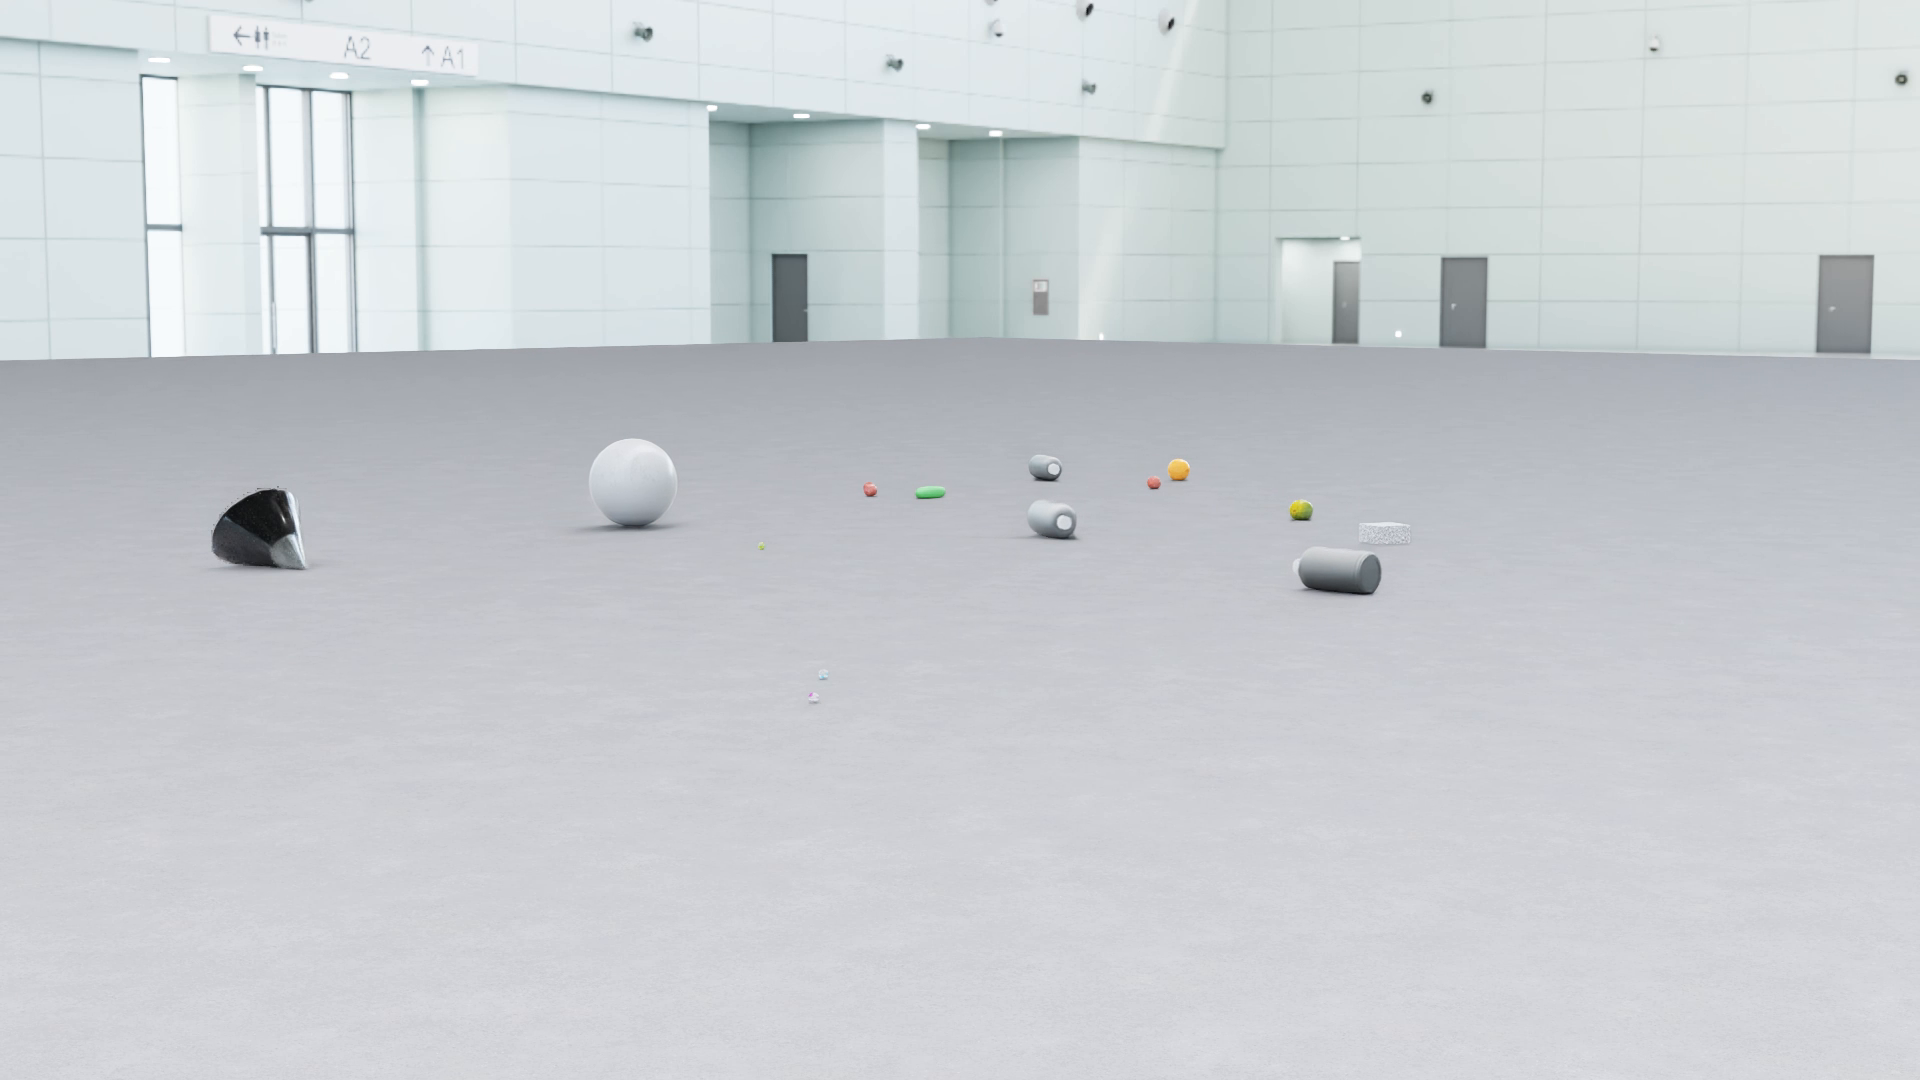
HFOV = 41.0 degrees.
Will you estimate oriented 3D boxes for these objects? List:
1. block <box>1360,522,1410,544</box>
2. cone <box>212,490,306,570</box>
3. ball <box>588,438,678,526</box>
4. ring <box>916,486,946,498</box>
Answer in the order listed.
[{"bbox_3d":[1.052,-0.017,6.357,0.093,0.045,0.086,-3,6,-24],"label":"block"},{"bbox_3d":[-1.536,0.019,5.803,0.189,0.197,0.237,36,31,28],"label":"cone"},{"bbox_3d":[-0.859,-0.151,6.740,0.232,0.232,0.232,0,6,0],"label":"ball"},{"bbox_3d":[-0.088,-0.142,7.641,0.066,0.031,0.126,6,9,34],"label":"ring"}]
